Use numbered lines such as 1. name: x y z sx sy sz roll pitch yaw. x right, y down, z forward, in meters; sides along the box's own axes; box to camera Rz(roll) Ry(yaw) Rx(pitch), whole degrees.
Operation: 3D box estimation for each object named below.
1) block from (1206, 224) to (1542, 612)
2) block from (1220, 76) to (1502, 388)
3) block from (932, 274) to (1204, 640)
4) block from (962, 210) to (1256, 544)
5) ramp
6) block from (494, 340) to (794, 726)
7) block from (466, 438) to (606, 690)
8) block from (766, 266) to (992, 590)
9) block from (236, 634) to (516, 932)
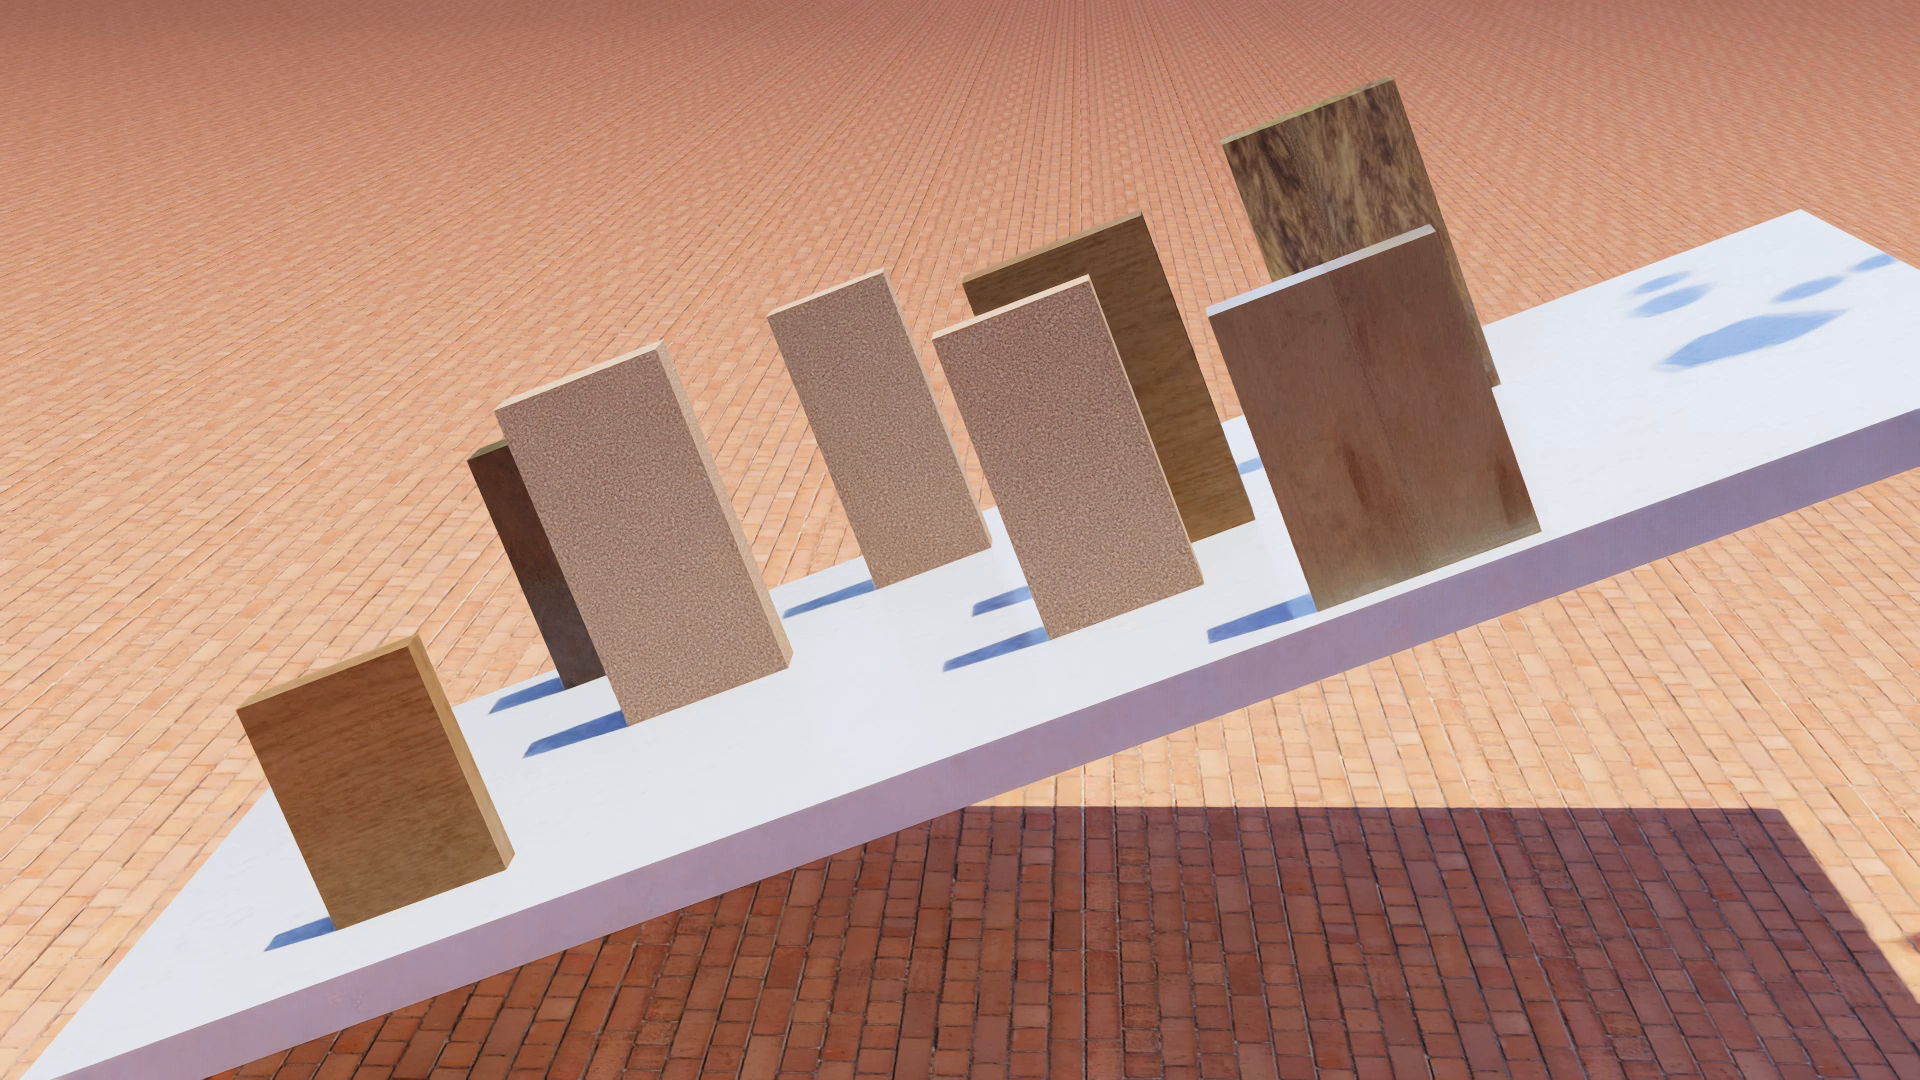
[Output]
1. block: 0.741 -0.216 5.273 0.424 0.576 0.102 -20 12 7
2. block: 0.880 -0.611 6.464 0.392 0.711 0.108 -20 12 7
3. block: 0.215 -0.160 5.787 0.326 0.646 0.083 -20 12 7
4. block: 0.312 -0.297 6.142 0.394 0.681 0.108 -20 12 7
5. ramp: 0.120 0.175 6.293 4.000 0.100 2.000 -20 12 7
6. block: -0.690 -0.013 6.464 0.382 0.759 0.128 -20 12 7
7. block: -0.919 0.019 7.103 0.303 0.607 0.139 -20 12 7
8. block: -0.183 -0.257 6.825 0.287 0.689 0.088 -20 12 7
9. block: -1.140 0.475 5.754 0.365 0.483 0.095 -20 12 7
